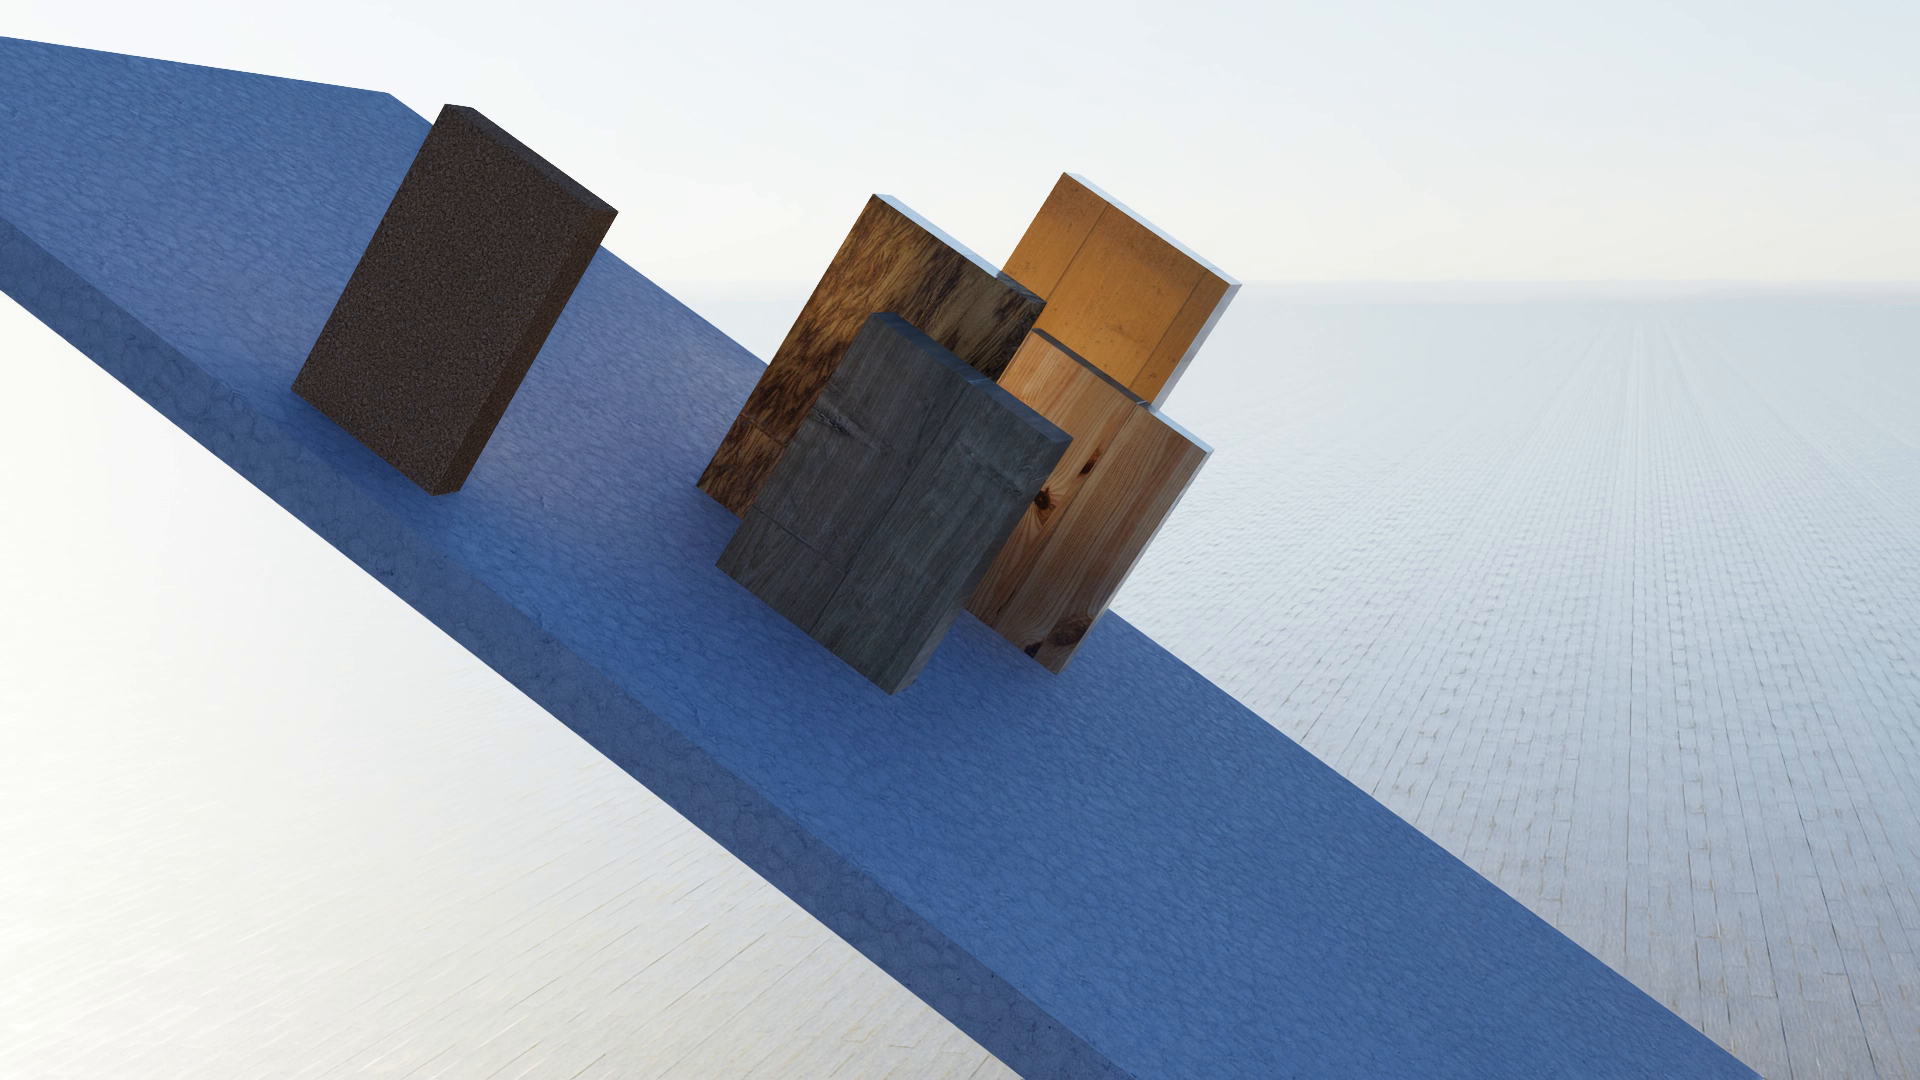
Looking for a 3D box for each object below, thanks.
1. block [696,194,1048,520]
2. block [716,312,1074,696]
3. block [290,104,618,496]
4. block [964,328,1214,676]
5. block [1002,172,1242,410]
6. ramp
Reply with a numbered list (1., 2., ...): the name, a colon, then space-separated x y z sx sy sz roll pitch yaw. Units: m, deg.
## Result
1. block: -0.168 -0.266 4.054 0.356 0.644 0.106 36 15 10
2. block: -0.115 -0.064 3.763 0.384 0.523 0.123 36 15 10
3. block: -0.779 -0.365 3.373 0.291 0.517 0.083 36 15 10
4. block: 0.175 -0.077 4.360 0.424 0.538 0.082 36 15 10
5. block: 0.200 -0.336 4.735 0.426 0.791 0.147 36 15 10
6. ramp: -0.123 0.208 4.098 4.000 0.100 2.000 36 15 10
